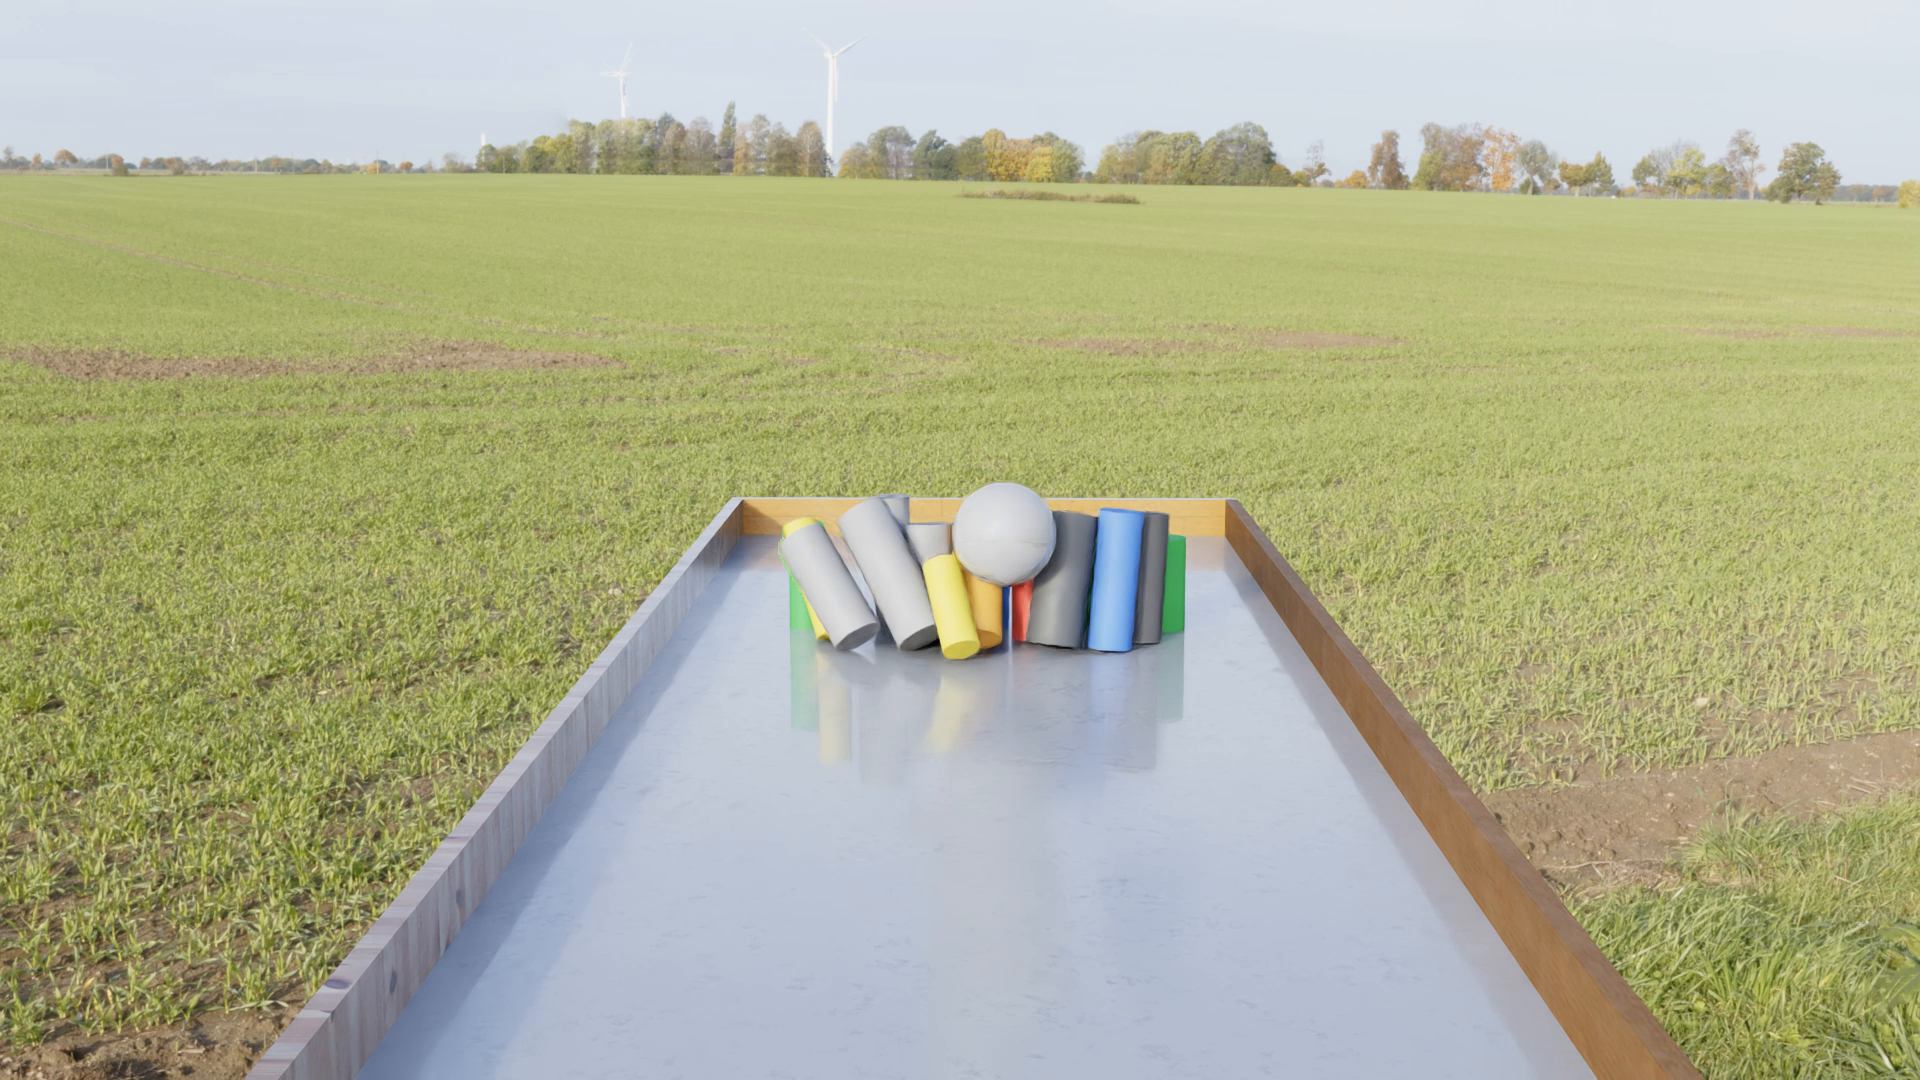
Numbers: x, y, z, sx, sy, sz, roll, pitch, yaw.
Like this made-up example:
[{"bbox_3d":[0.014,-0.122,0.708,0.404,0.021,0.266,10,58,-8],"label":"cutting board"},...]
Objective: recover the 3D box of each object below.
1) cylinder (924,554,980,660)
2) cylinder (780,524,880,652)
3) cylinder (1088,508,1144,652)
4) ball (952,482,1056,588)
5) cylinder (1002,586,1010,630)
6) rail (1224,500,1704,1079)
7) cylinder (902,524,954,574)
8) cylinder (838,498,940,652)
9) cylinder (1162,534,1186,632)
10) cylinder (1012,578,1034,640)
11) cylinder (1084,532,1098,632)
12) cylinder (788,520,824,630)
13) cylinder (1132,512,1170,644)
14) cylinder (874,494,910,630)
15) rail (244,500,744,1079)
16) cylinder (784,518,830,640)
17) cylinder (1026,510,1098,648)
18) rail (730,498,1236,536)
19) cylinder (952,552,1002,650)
[{"bbox_3d":[-0.026,0.204,6.705,0.115,0.302,0.115,-11,-30,-6],"label":"cylinder"},{"bbox_3d":[-0.406,0.148,6.844,0.157,0.379,0.157,-27,-20,-11],"label":"cylinder"},{"bbox_3d":[0.483,0.124,6.819,0.138,0.429,0.138,5,6,0],"label":"cylinder"},{"bbox_3d":[0.134,-0.016,6.690,0.318,0.318,0.318,0,9,0],"label":"ball"},{"bbox_3d":[0.092,0.111,7.188,0.138,0.351,0.138,0,9,0],"label":"cylinder"},{"bbox_3d":[1.046,0.843,3.208,0.050,0.150,12.000,0,9,1],"label":"rail"},{"bbox_3d":[-0.102,0.129,6.983,0.167,0.360,0.167,0,1,0],"label":"cylinder"},{"bbox_3d":[-0.210,0.108,6.852,0.171,0.457,0.171,-24,-20,-9],"label":"cylinder"},{"bbox_3d":[0.659,0.140,7.168,0.150,0.300,0.150,0,9,0],"label":"cylinder"},{"bbox_3d":[0.241,0.126,6.977,0.154,0.376,0.154,0,4,0],"label":"cylinder"},{"bbox_3d":[0.402,0.124,7.172,0.145,0.331,0.145,0,9,0],"label":"cylinder"},{"bbox_3d":[-0.501,0.114,7.193,0.116,0.343,0.116,0,9,0],"label":"cylinder"},{"bbox_3d":[0.566,0.116,6.944,0.162,0.403,0.162,4,5,0],"label":"cylinder"},{"bbox_3d":[-0.221,0.070,7.185,0.114,0.433,0.114,0,9,0],"label":"cylinder"},{"bbox_3d":[-1.004,0.839,3.234,0.050,0.150,12.000,0,9,1],"label":"rail"},{"bbox_3d":[-0.459,0.124,7.005,0.106,0.382,0.106,-17,-16,-5],"label":"cylinder"},{"bbox_3d":[0.318,0.123,6.828,0.174,0.411,0.174,8,-2,0],"label":"cylinder"},{"bbox_3d":[0.099,-0.098,9.147,2.100,0.150,0.050,0,9,1],"label":"rail"},{"bbox_3d":[0.055,0.123,6.874,0.160,0.406,0.160,2,-25,1],"label":"cylinder"}]
